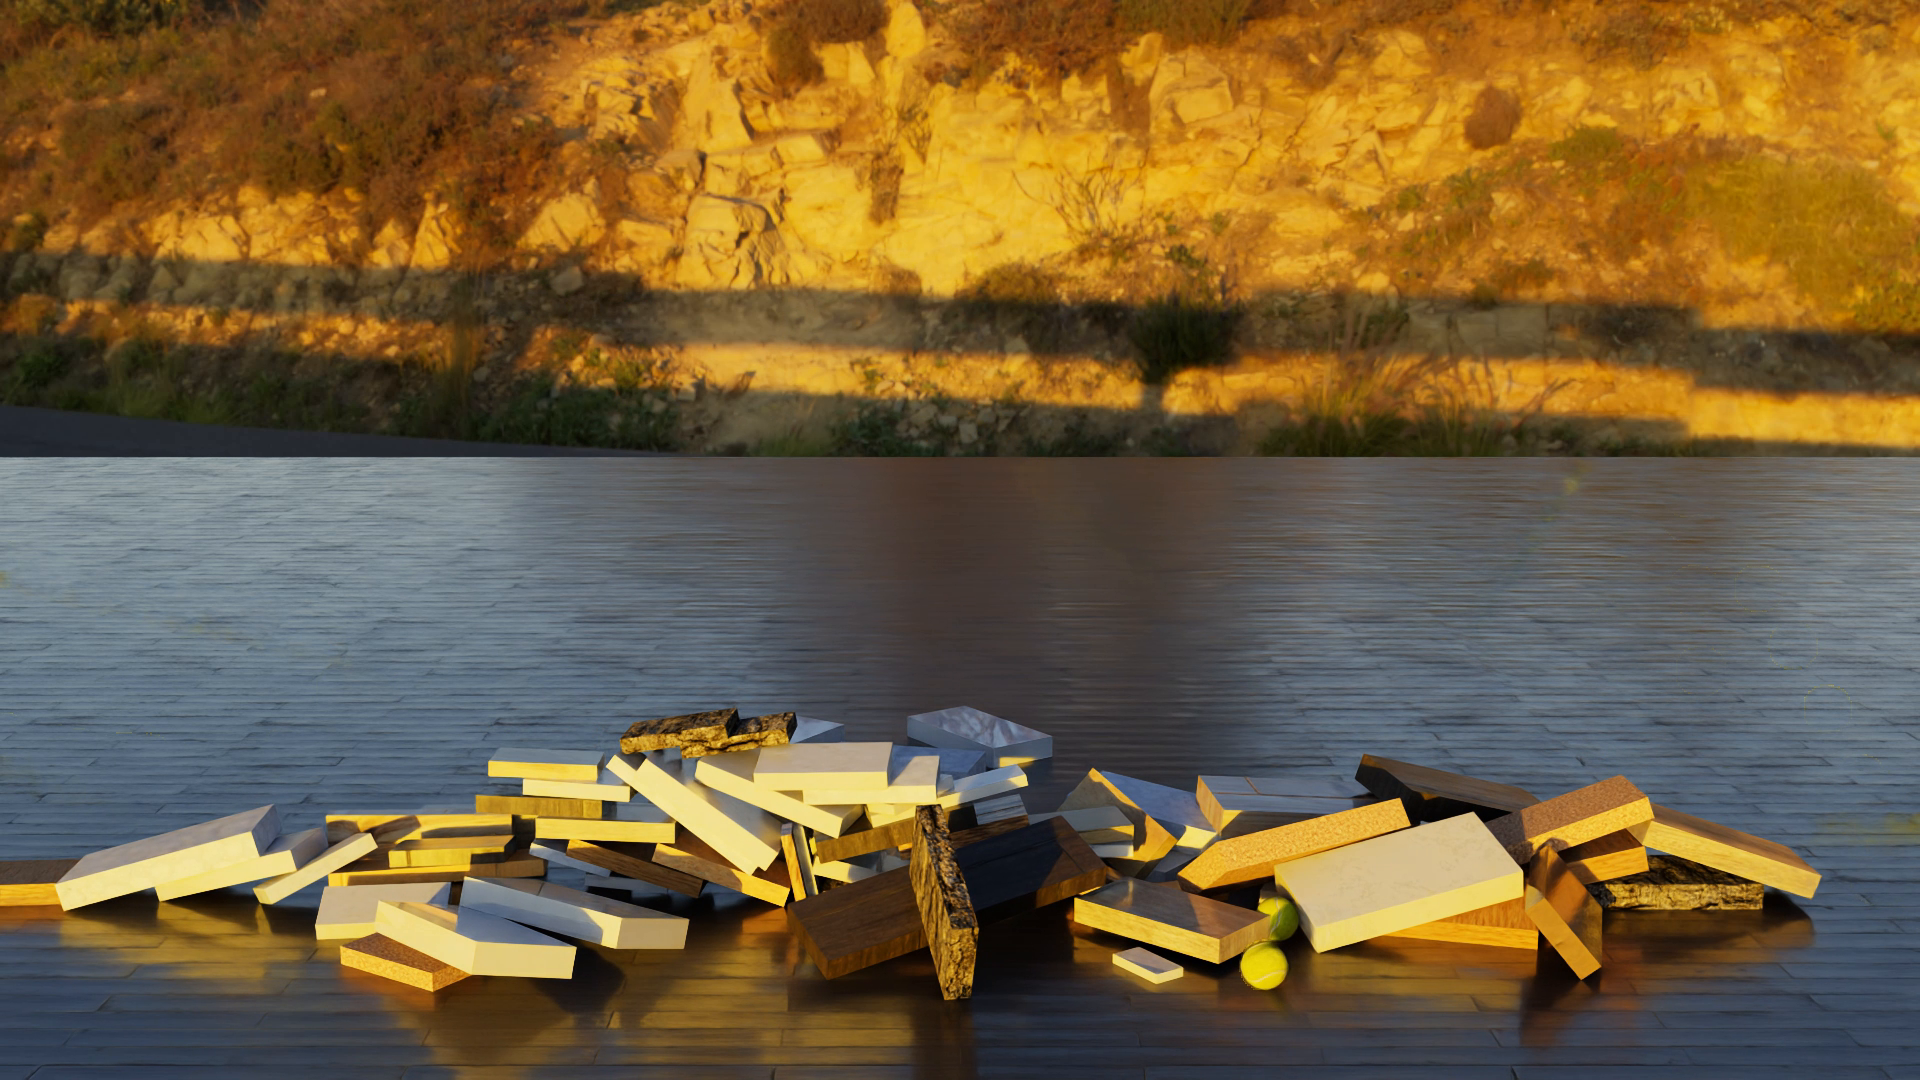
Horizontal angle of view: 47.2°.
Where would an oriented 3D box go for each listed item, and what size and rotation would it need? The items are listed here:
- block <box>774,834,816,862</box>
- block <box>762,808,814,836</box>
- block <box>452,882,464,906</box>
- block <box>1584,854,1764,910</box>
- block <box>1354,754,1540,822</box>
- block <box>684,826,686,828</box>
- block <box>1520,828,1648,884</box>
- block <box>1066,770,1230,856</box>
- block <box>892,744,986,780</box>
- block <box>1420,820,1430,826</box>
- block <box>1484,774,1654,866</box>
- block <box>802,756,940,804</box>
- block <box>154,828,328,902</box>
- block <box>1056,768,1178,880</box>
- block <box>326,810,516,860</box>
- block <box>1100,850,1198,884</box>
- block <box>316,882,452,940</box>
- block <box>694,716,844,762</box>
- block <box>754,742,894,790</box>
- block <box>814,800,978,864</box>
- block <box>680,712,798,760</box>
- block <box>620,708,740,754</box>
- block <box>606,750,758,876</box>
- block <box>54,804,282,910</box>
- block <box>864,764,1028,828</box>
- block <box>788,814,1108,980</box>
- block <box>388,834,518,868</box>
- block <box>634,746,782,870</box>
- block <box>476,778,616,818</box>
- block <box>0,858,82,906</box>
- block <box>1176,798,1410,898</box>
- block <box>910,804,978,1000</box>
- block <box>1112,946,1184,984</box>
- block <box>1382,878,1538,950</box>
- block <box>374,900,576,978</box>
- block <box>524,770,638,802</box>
[{"bbox_3d":[-0.301,0.509,3.902,0.114,0.032,0.314,-22,11,0],"label":"block"},{"bbox_3d":[-0.272,0.466,3.732,0.176,0.088,0.025,-21,42,8],"label":"block"},{"bbox_3d":[-0.865,0.581,3.638,0.200,0.028,0.100,-4,11,-22],"label":"block"},{"bbox_3d":[1.162,0.569,3.665,0.299,0.042,0.149,0,11,0],"label":"block"},{"bbox_3d":[0.887,0.461,3.866,0.347,0.049,0.173,14,11,-22],"label":"block"},{"bbox_3d":[-0.496,0.531,3.920,0.088,0.025,0.176,-8,13,-37],"label":"block"},{"bbox_3d":[0.971,0.537,3.655,0.299,0.042,0.149,-13,10,2],"label":"block"},{"bbox_3d":[0.377,0.490,3.861,0.349,0.049,0.175,12,14,23],"label":"block"},{"bbox_3d":[-0.113,0.446,4.326,0.301,0.043,0.150,3,11,14],"label":"block"},{"bbox_3d":[0.763,0.518,3.923,0.349,0.049,0.175,0,11,1],"label":"block"},{"bbox_3d":[0.922,0.495,3.646,0.424,0.037,0.131,-20,10,2],"label":"block"},{"bbox_3d":[-0.142,0.391,3.583,0.214,0.030,0.107,-1,21,4],"label":"block"},{"bbox_3d":[-1.197,0.540,3.668,0.251,0.036,0.126,-13,8,11],"label":"block"},{"bbox_3d":[0.265,0.490,3.758,0.208,0.104,0.029,39,-3,42],"label":"block"},{"bbox_3d":[-0.923,0.517,3.773,0.315,0.105,0.030,0,11,-1],"label":"block"},{"bbox_3d":[0.271,0.550,3.805,0.260,0.029,0.104,8,13,36],"label":"block"},{"bbox_3d":[-0.917,0.591,3.508,0.200,0.028,0.100,-1,28,-6],"label":"block"},{"bbox_3d":[-0.385,0.418,4.477,0.150,0.043,0.301,7,13,32],"label":"block"},{"bbox_3d":[-0.220,0.367,3.570,0.214,0.030,0.107,-1,21,4],"label":"block"},{"bbox_3d":[-0.109,0.465,3.626,0.264,0.037,0.132,-13,12,-4],"label":"block"},{"bbox_3d":[-0.367,0.324,3.653,0.181,0.026,0.090,-9,13,7],"label":"block"},{"bbox_3d":[-0.464,0.316,3.647,0.181,0.026,0.090,-9,12,9],"label":"block"},{"bbox_3d":[-0.448,0.445,3.636,0.296,0.025,0.089,37,10,2],"label":"block"},{"bbox_3d":[-1.312,0.526,3.658,0.327,0.046,0.163,-15,10,-2],"label":"block"},{"bbox_3d":[-0.023,0.419,3.615,0.264,0.019,0.067,-14,12,-9],"label":"block"},{"bbox_3d":[-0.017,0.554,3.442,0.495,0.039,0.139,-14,37,-26],"label":"block"},{"bbox_3d":[-0.843,0.518,3.662,0.190,0.027,0.095,-3,4,1],"label":"block"},{"bbox_3d":[-0.408,0.435,3.634,0.264,0.037,0.132,36,10,-3],"label":"block"},{"bbox_3d":[-0.686,0.429,3.654,0.210,0.030,0.105,2,9,5],"label":"block"},{"bbox_3d":[-1.601,0.572,3.667,0.251,0.036,0.126,-1,11,-6],"label":"block"},{"bbox_3d":[0.546,0.509,3.603,0.346,0.049,0.173,-10,-22,-22],"label":"block"},{"bbox_3d":[-0.026,0.539,3.299,0.039,0.139,0.277,-2,33,-13],"label":"block"},{"bbox_3d":[0.285,0.645,3.335,0.052,0.015,0.103,-7,13,-34],"label":"block"},{"bbox_3d":[0.785,0.582,3.497,0.263,0.037,0.131,3,30,15],"label":"block"},{"bbox_3d":[-0.731,0.598,3.301,0.163,0.046,0.327,12,-5,-39],"label":"block"},{"bbox_3d":[-0.624,0.403,3.643,0.177,0.025,0.089,3,9,5],"label":"block"}]
